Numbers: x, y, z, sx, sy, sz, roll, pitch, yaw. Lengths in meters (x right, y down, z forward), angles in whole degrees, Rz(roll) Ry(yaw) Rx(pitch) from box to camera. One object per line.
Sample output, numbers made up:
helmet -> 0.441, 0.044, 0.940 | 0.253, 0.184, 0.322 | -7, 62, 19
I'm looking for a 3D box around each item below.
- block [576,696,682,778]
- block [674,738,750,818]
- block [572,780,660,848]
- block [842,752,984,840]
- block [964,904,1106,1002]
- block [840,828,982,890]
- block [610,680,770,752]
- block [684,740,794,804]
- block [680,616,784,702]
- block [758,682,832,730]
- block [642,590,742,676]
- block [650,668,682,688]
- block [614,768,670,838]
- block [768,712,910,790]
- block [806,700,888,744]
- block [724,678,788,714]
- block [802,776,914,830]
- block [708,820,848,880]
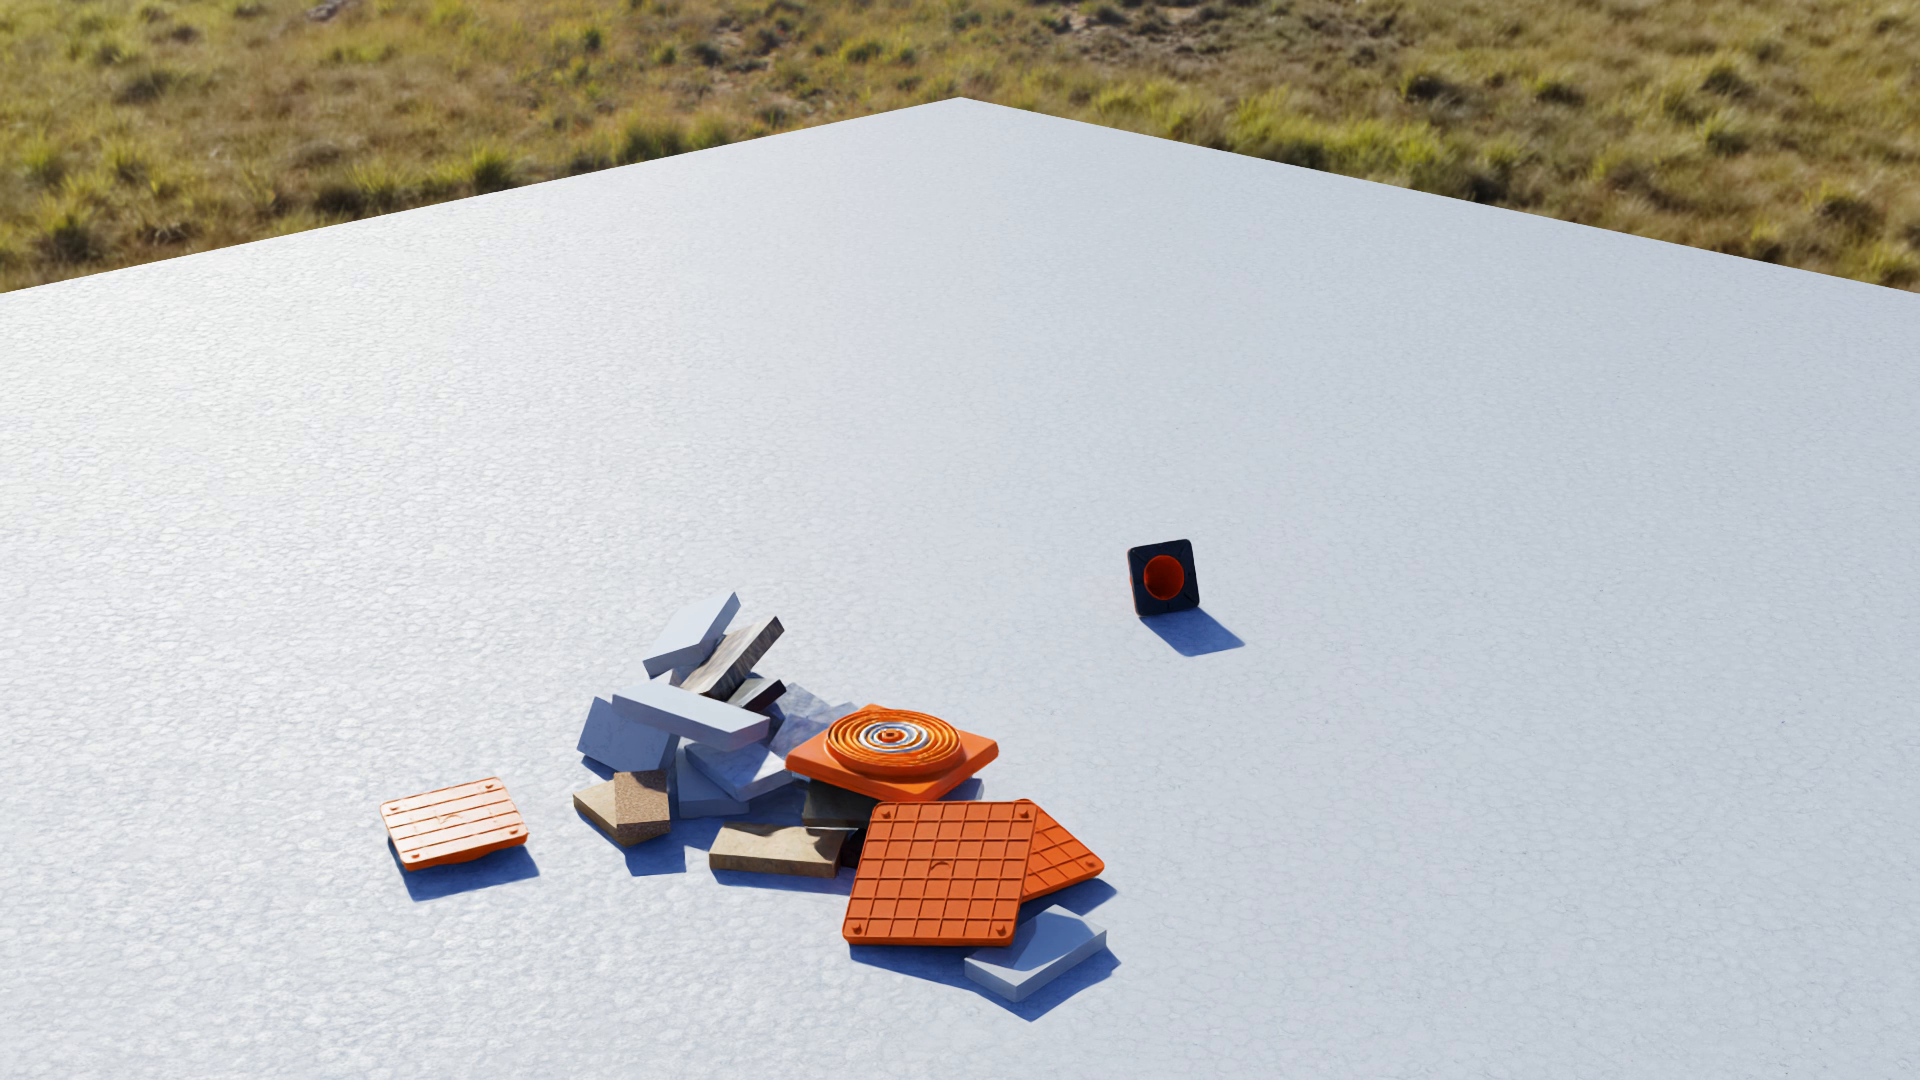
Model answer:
block -> -0.695, 0.423, 4.607 | 0.243, 0.121, 0.034 | 19, 0, 38
block -> -0.518, 0.486, 4.565 | 0.140, 0.040, 0.281 | -4, 23, -8
block -> -0.683, 0.548, 4.430 | 0.104, 0.029, 0.208 | -17, 28, -34
block -> -0.107, 0.519, 4.394 | 0.281, 0.040, 0.140 | 10, 53, 17
block -> 0.138, 0.743, 3.964 | 0.124, 0.035, 0.247 | 20, 30, 39
block -> -0.094, 0.611, 4.275 | 0.247, 0.035, 0.124 | 8, 24, 19
block -> -0.561, 0.364, 4.573 | 0.296, 0.042, 0.148 | 15, 15, 25
block -> -0.454, 0.457, 4.503 | 0.121, 0.034, 0.243 | -21, 26, -27
block -> -0.529, 0.289, 4.910 | 0.148, 0.042, 0.356 | -22, 16, 29
block -> -0.314, 0.394, 4.713 | 0.229, 0.032, 0.114 | 30, 40, 27
block -> -0.624, 0.216, 5.131 | 0.148, 0.042, 0.296 | -17, 18, 18
block -> -0.677, 0.373, 4.763 | 0.122, 0.034, 0.243 | -29, 20, 12
block -> -0.638, 0.526, 4.408 | 0.104, 0.029, 0.208 | -4, 23, -9
block -> -0.262, 0.459, 4.533 | 0.281, 0.040, 0.140 | 15, 55, 25
block -> -0.218, 0.433, 4.622 | 0.114, 0.032, 0.229 | -16, 43, -32
block -> -0.473, 0.345, 4.750 | 0.114, 0.032, 0.229 | -37, 15, -27
block -> -0.201, 0.520, 4.358 | 0.208, 0.029, 0.104 | 0, 46, 9
block -> -0.353, 0.604, 4.292 | 0.248, 0.035, 0.124 | 4, 23, 8
